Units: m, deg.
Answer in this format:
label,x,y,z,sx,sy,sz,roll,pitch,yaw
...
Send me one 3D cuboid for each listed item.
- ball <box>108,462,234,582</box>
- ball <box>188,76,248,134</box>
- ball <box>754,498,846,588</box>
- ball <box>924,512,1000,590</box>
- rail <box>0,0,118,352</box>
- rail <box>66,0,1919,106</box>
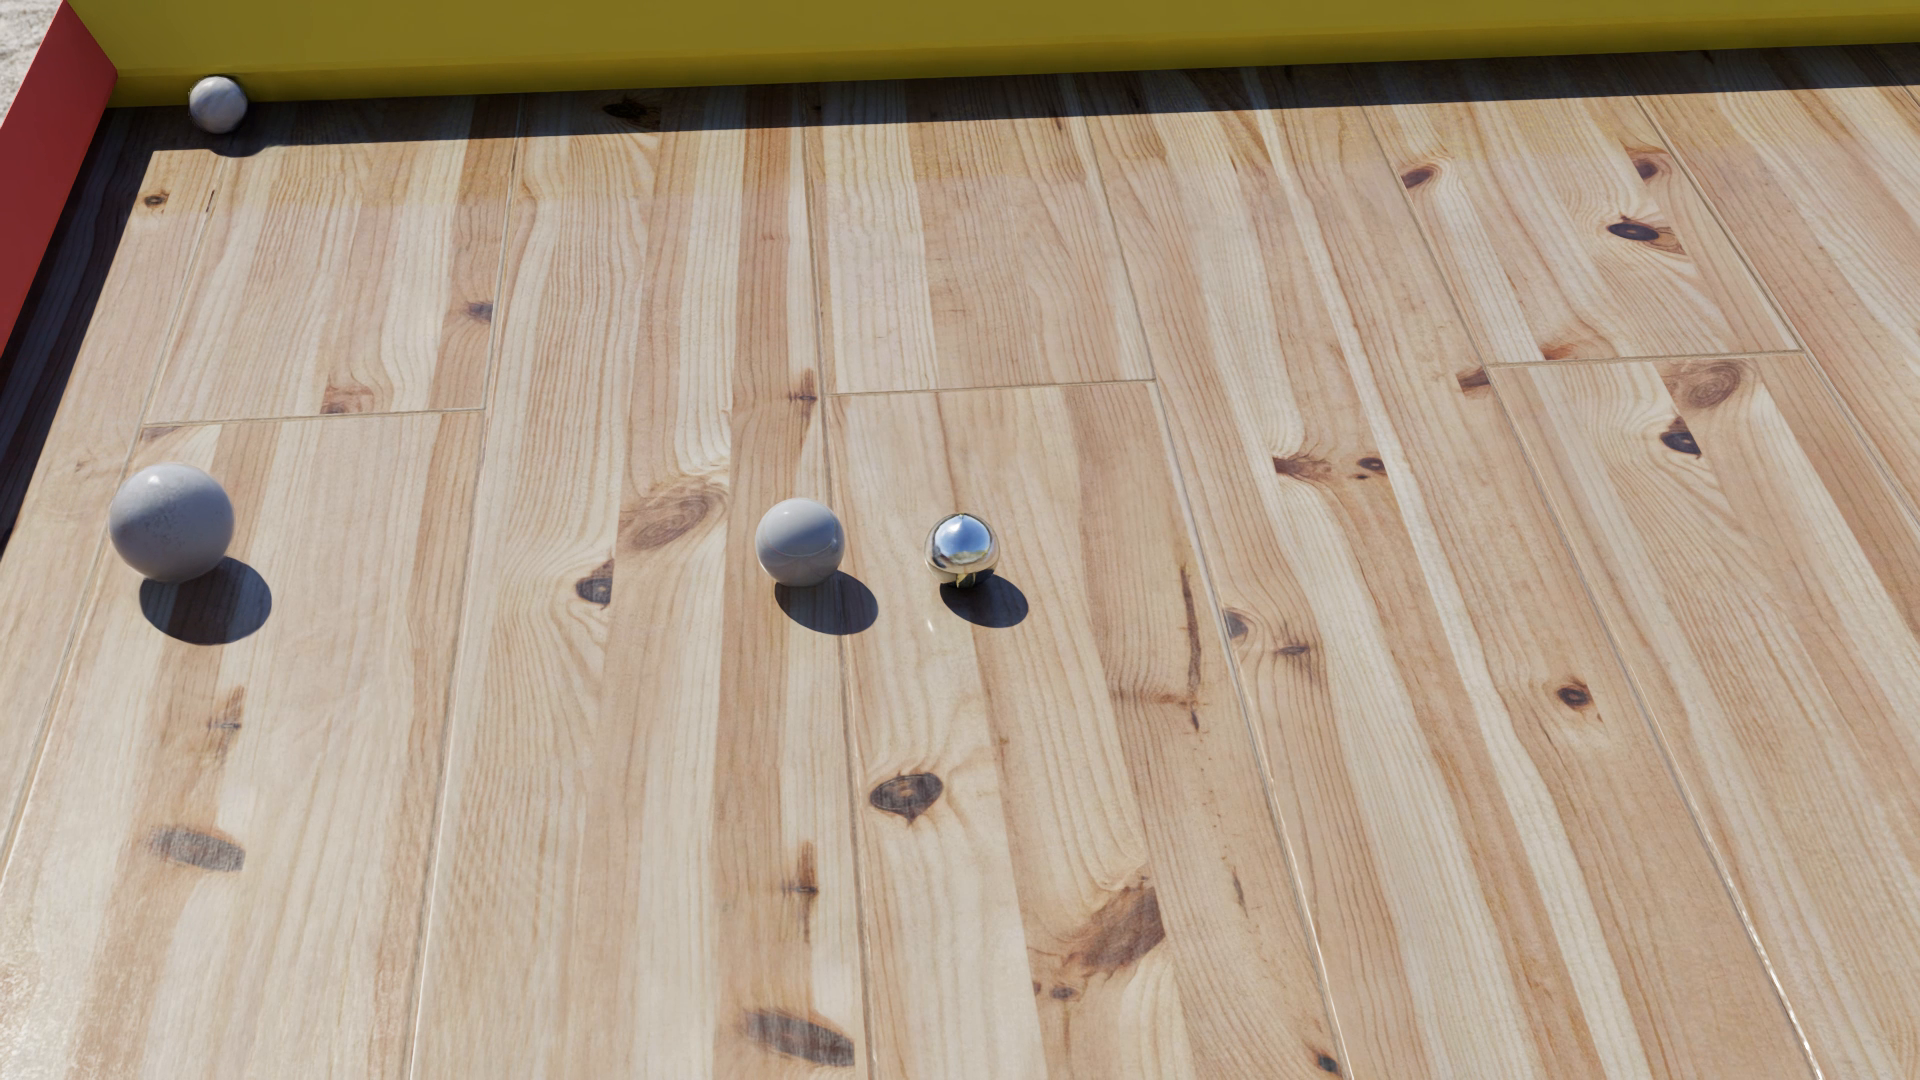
label,x,y,z,sx,sy,sz,roll,pitch,yaw
ball,-0.526,-0.012,1.709,0.081,0.081,0.081,0,36,0
ball,-0.649,-0.381,2.246,0.050,0.050,0.050,0,36,0
ball,-0.106,0.002,1.707,0.061,0.061,0.061,0,36,0
ball,0.001,0.007,1.708,0.051,0.051,0.051,0,36,0
rail,-0.697,0.015,1.650,0.045,0.105,1.533,-3,36,-4
rail,0.659,-0.487,2.345,2.891,0.105,0.045,-3,36,-4
